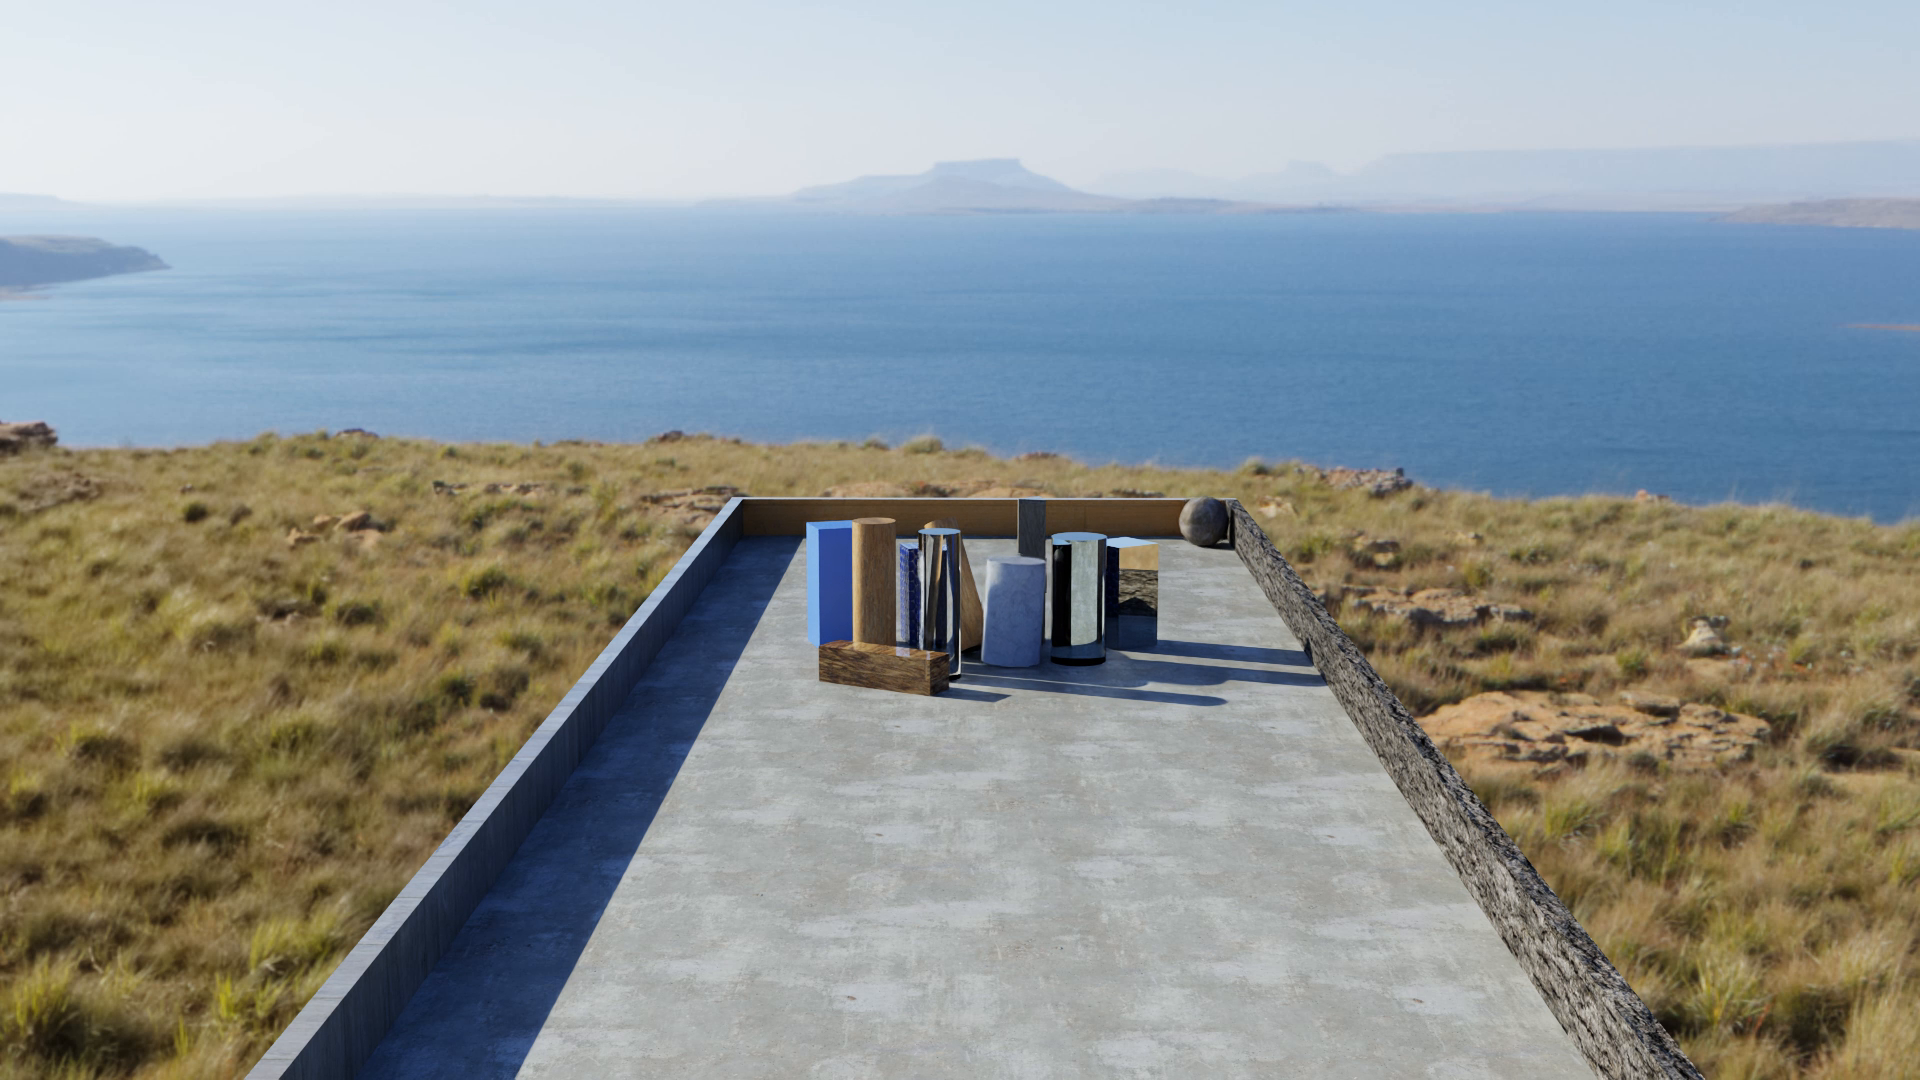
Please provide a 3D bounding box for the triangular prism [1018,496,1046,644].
[{"bbox_3d":[0.237,0.093,6.961,0.089,0.458,0.077,3,9,18],"label":"triangular prism"}]

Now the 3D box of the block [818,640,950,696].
[{"bbox_3d":[-0.221,0.368,6.350,0.380,0.105,0.105,5,10,30],"label":"block"}]

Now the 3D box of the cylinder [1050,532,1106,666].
[{"bbox_3d":[0.360,0.178,6.664,0.168,0.382,0.168,0,9,0],"label":"cylinder"}]

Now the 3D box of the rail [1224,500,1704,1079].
[{"bbox_3d":[1.046,0.843,3.208,0.050,0.150,12.000,0,9,1],"label":"rail"}]

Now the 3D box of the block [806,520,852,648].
[{"bbox_3d":[-0.390,0.139,6.921,0.150,0.379,0.150,-3,9,-18],"label":"block"}]

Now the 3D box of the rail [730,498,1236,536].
[{"bbox_3d":[0.099,-0.098,9.147,2.100,0.150,0.050,0,9,1],"label":"rail"}]

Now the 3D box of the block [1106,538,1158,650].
[{"bbox_3d":[0.510,0.167,6.918,0.159,0.324,0.159,-6,11,-35],"label":"block"}]

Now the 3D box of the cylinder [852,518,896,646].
[{"bbox_3d":[-0.260,0.154,6.665,0.132,0.430,0.132,0,9,0],"label":"cylinder"}]

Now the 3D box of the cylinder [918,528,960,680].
[{"bbox_3d":[-0.060,0.189,6.436,0.124,0.433,0.124,0,9,0],"label":"cylinder"}]

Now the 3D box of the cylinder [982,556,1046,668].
[{"bbox_3d":[0.161,0.214,6.640,0.180,0.310,0.180,3,8,0],"label":"cylinder"}]

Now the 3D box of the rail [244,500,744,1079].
[{"bbox_3d":[-1.004,0.839,3.234,0.050,0.150,12.000,0,9,1],"label":"rail"}]

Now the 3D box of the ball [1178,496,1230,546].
[{"bbox_3d":[0.983,-0.077,8.857,0.200,0.200,0.200,0,9,0],"label":"ball"}]

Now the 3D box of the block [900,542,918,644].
[{"bbox_3d":[-0.099,0.167,6.970,0.155,0.302,0.155,-2,7,-12],"label":"block"}]

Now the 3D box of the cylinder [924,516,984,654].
[{"bbox_3d":[-0.006,0.139,6.807,0.103,0.412,0.103,-15,-12,-3],"label":"cylinder"}]
